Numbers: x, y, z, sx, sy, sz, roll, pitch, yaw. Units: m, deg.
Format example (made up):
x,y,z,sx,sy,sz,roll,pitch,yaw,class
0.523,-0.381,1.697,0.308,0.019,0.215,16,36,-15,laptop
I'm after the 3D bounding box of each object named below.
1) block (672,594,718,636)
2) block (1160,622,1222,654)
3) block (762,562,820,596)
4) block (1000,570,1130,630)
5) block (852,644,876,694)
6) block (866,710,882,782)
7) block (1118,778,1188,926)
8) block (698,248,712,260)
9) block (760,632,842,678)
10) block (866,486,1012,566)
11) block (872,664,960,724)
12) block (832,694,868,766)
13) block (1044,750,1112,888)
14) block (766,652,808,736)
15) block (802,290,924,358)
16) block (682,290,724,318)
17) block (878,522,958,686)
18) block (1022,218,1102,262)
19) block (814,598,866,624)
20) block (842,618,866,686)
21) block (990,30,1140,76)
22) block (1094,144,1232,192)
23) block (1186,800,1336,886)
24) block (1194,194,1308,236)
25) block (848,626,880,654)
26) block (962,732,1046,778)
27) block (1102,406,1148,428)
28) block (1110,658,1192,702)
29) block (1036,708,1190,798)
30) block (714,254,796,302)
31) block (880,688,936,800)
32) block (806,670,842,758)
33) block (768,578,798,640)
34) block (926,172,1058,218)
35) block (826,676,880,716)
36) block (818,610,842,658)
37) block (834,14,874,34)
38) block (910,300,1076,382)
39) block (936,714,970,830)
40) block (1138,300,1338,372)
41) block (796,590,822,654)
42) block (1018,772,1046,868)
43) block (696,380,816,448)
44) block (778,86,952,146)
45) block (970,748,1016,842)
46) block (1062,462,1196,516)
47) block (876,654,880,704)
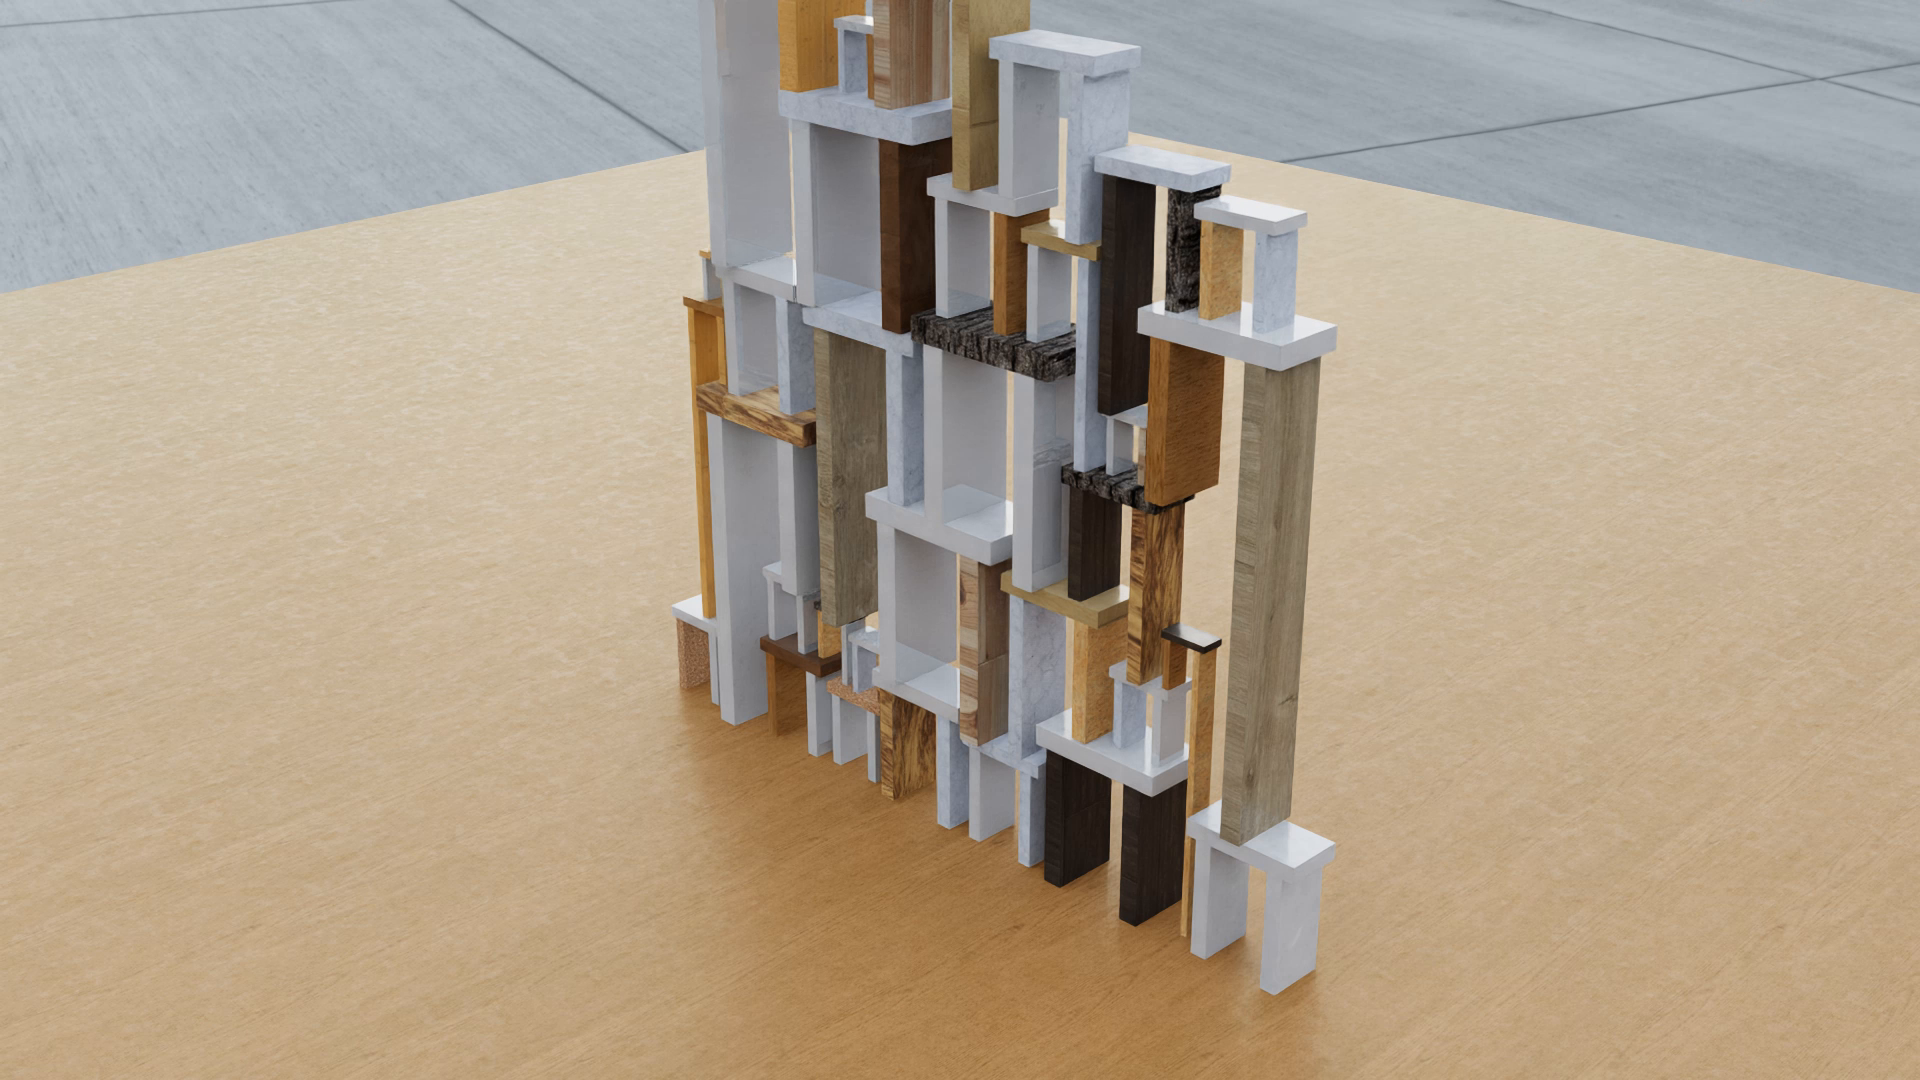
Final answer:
x,y,z,sx,sy,sz,roll,pitch,yaw,class
-0.555,0.169,4.893,0.171,0.024,0.085,21,31,41,block
0.405,0.171,3.851,0.097,0.014,0.049,21,31,40,block
-0.343,0.077,4.627,0.070,0.020,0.140,-21,31,-41,block
0.204,0.094,4.043,0.121,0.034,0.241,-21,31,-41,block
-0.196,0.256,4.543,0.016,0.112,0.056,21,31,41,block
-0.155,0.417,4.572,0.023,0.161,0.081,21,31,41,block
0.361,0.560,4.076,0.040,0.285,0.143,21,31,41,block
-0.489,-0.585,4.515,0.045,0.013,0.091,-21,31,-40,block
-0.325,0.235,4.674,0.194,0.028,0.097,21,31,41,block
-0.004,-0.044,4.214,0.170,0.048,0.340,-21,31,-40,block
-0.047,0.292,4.399,0.123,0.035,0.246,-21,31,-41,block
-0.231,0.387,4.642,0.023,0.161,0.081,21,31,41,block
0.226,0.508,4.199,0.040,0.285,0.143,21,31,41,block
-0.370,0.319,4.760,0.028,0.194,0.097,21,31,41,block
-0.142,-0.419,4.199,0.305,0.043,0.153,21,31,40,block
-0.502,-0.490,4.565,0.072,0.020,0.144,-21,31,-41,block
-0.083,0.103,4.364,0.170,0.340,0.048,-21,31,-41,block
0.199,-0.517,3.786,0.175,0.025,0.087,21,31,40,block
-0.246,0.143,4.560,0.108,0.015,0.054,21,31,40,block
-0.221,0.227,4.568,0.015,0.146,0.054,21,31,41,block
0.175,-0.817,3.686,0.235,0.033,0.117,21,31,40,block
0.331,-0.609,3.601,0.204,0.029,0.102,21,31,40,block
0.528,0.526,3.872,0.237,0.034,0.118,21,31,41,block
0.461,-0.517,3.495,0.163,0.023,0.081,21,31,41,block
-0.170,0.208,4.494,0.056,0.016,0.112,-21,31,-41,block
0.112,0.399,4.265,0.202,0.029,0.101,21,31,41,block
0.304,-0.217,3.803,0.054,0.015,0.108,-21,31,-40,block
0.344,0.248,3.961,0.069,0.020,0.139,-21,31,-40,block
0.294,0.384,4.074,0.285,0.040,0.143,21,31,41,block
-0.366,-0.530,4.394,0.120,0.034,0.240,-21,32,-40,block
-0.106,0.399,4.507,0.035,0.246,0.123,21,31,41,block
-0.279,0.355,4.675,0.028,0.194,0.097,21,31,41,block
-0.376,0.138,4.688,0.020,0.140,0.070,21,31,41,block
0.057,-0.618,3.900,0.110,0.031,0.220,-21,31,-40,block
-0.193,0.317,4.571,0.161,0.023,0.081,21,31,41,block
-0.272,0.190,4.607,0.015,0.108,0.054,21,31,41,block
-0.170,-0.938,4.006,0.117,0.017,0.058,21,31,40,block
0.092,-0.366,3.970,0.171,0.049,0.343,-22,31,-40,block
0.010,0.444,4.400,0.035,0.246,0.123,21,31,41,block
0.450,-0.345,3.590,0.295,0.042,0.148,21,31,41,block
-0.309,0.164,4.627,0.070,0.140,0.020,-21,31,-41,block
0.160,0.524,4.267,0.029,0.203,0.101,21,31,41,block
-0.370,-0.273,4.510,0.334,0.047,0.167,21,31,41,block
-0.149,-0.794,4.051,0.356,0.050,0.178,21,31,40,block
0.064,0.487,4.355,0.029,0.202,0.101,21,31,41,block
0.295,-0.101,3.866,0.217,0.031,0.108,21,31,40,block
-0.144,0.277,4.495,0.016,0.112,0.056,21,31,41,block
